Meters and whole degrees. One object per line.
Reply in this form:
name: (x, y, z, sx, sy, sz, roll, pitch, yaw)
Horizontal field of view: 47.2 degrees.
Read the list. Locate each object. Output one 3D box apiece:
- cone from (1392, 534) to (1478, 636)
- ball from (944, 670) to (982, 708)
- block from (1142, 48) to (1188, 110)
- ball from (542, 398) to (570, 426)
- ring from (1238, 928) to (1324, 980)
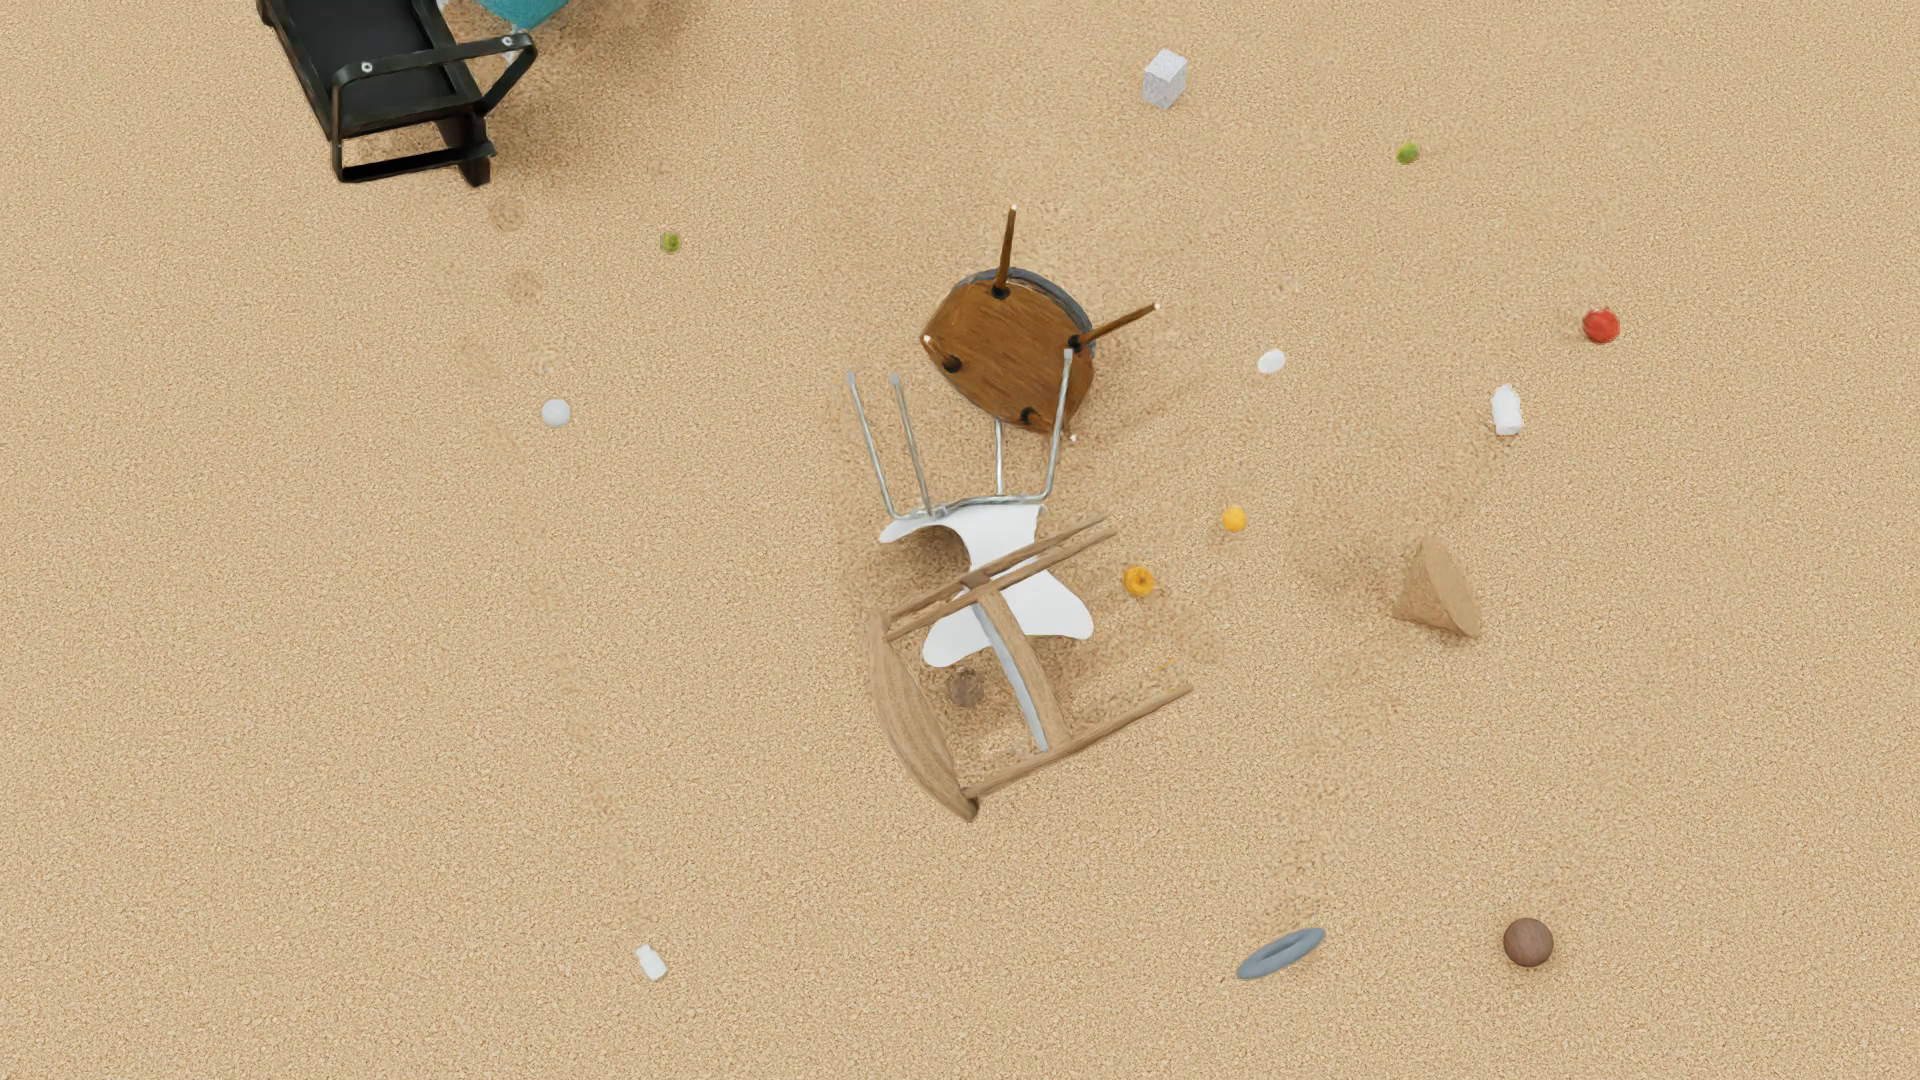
cone: (1.338, 0.173, 6.385, 0.196, 0.308, 0.325, -29, 63, 27)
ball: (0.010, 0.420, 6.226, 0.109, 0.109, 0.109, 0, 56, 0)
block: (0.703, -1.581, 7.552, 0.099, 0.138, 0.126, 29, 61, 18)
ball: (-1.246, -0.393, 6.785, 0.088, 0.088, 0.088, 0, 56, 0)
ring: (0.845, 1.087, 5.790, 0.264, 0.108, 0.039, -26, 104, -9)
